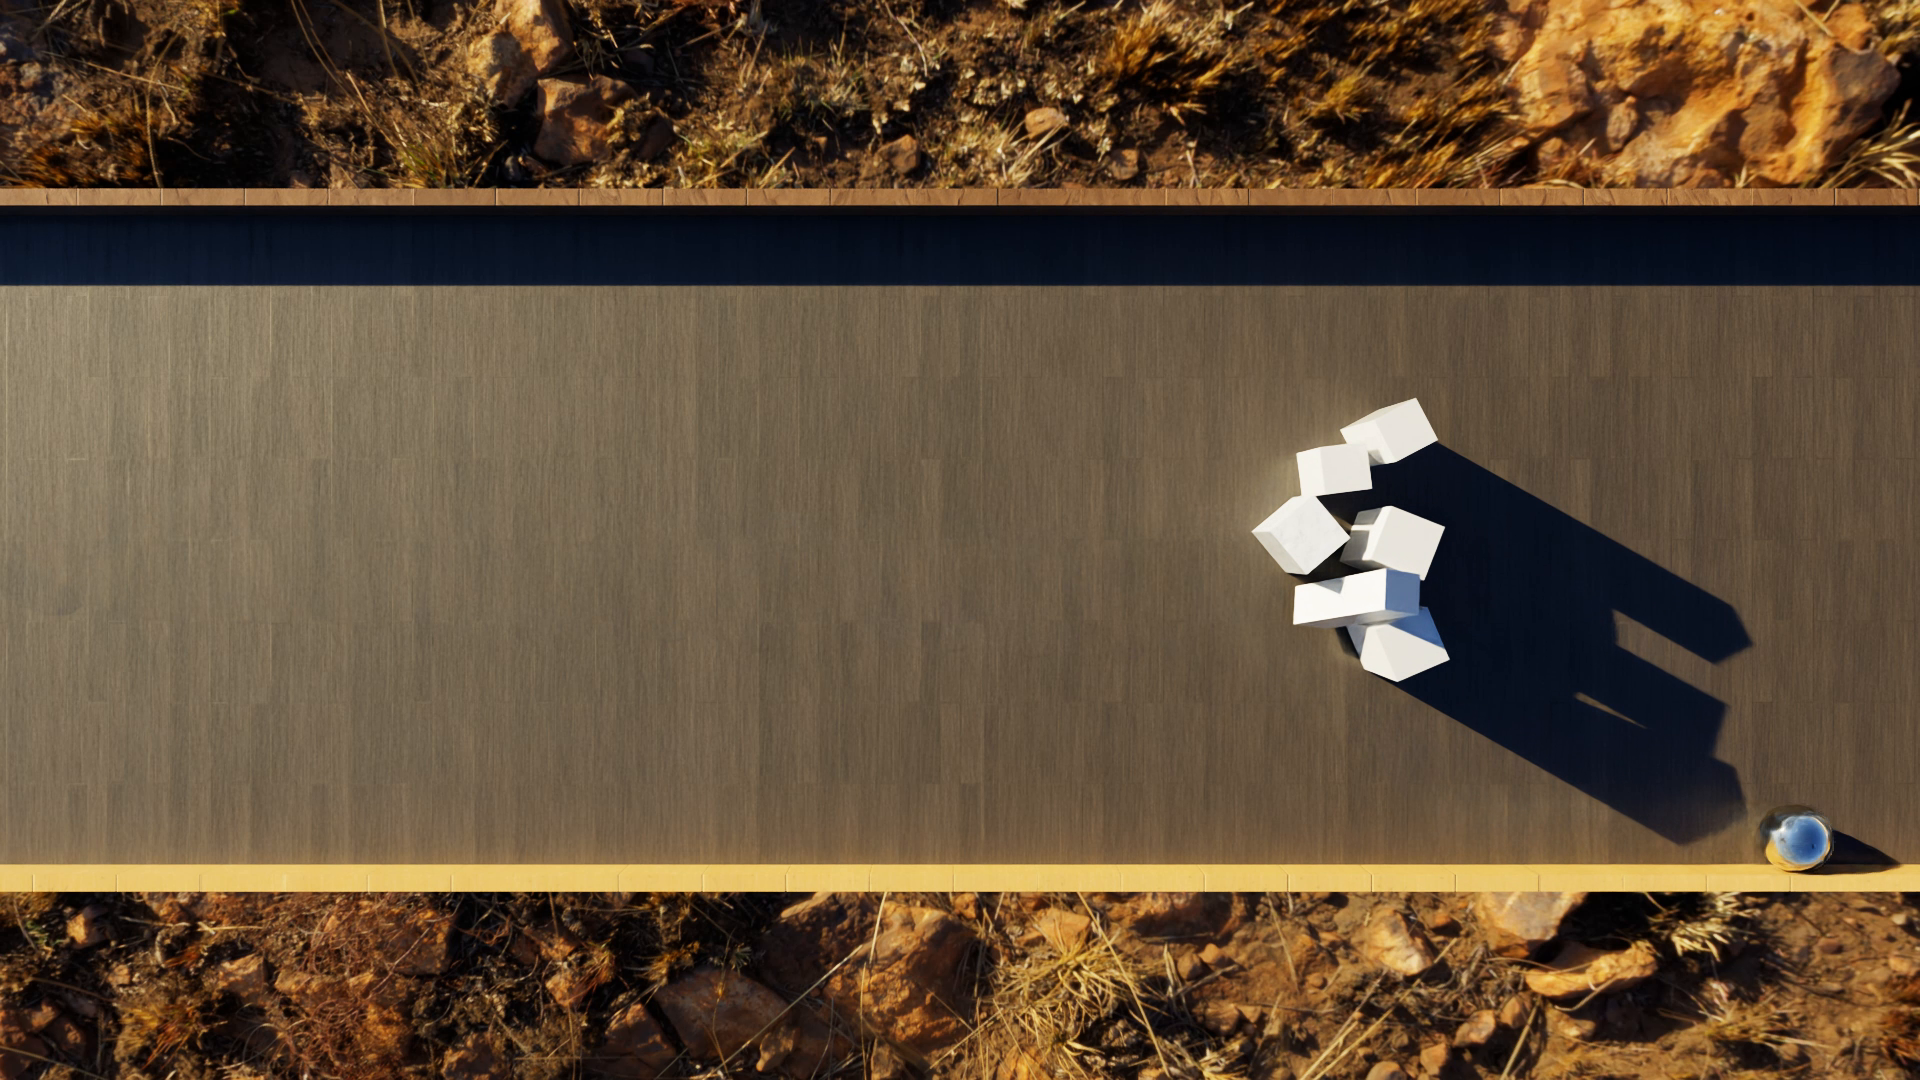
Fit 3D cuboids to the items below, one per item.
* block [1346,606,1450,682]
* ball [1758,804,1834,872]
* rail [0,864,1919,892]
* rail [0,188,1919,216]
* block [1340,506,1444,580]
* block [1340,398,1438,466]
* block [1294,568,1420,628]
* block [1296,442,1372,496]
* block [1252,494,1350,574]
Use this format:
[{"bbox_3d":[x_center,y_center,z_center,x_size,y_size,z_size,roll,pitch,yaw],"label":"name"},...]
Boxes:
[{"bbox_3d":[1.289,0.295,4.889,0.162,0.372,0.162,-23,91,0],"label":"block"},{"bbox_3d":[2.518,0.898,4.975,0.204,0.204,0.204,0,90,0],"label":"ball"},{"bbox_3d":[-2.247,1.025,5.001,12.000,0.150,0.050,0,90,0],"label":"rail"},{"bbox_3d":[-2.247,-1.025,5.002,12.000,0.150,0.050,0,90,0],"label":"rail"},{"bbox_3d":[1.274,0.014,4.887,0.164,0.374,0.164,22,88,0],"label":"block"},{"bbox_3d":[1.260,-0.311,4.868,0.134,0.416,0.134,-28,90,0],"label":"block"},{"bbox_3d":[1.158,0.176,4.839,0.117,0.450,0.117,9,79,-21],"label":"block"},{"bbox_3d":[1.113,-0.208,4.917,0.137,0.319,0.137,-7,90,0],"label":"block"},{"bbox_3d":[1.013,-0.015,4.922,0.164,0.309,0.164,-40,90,0],"label":"block"}]
